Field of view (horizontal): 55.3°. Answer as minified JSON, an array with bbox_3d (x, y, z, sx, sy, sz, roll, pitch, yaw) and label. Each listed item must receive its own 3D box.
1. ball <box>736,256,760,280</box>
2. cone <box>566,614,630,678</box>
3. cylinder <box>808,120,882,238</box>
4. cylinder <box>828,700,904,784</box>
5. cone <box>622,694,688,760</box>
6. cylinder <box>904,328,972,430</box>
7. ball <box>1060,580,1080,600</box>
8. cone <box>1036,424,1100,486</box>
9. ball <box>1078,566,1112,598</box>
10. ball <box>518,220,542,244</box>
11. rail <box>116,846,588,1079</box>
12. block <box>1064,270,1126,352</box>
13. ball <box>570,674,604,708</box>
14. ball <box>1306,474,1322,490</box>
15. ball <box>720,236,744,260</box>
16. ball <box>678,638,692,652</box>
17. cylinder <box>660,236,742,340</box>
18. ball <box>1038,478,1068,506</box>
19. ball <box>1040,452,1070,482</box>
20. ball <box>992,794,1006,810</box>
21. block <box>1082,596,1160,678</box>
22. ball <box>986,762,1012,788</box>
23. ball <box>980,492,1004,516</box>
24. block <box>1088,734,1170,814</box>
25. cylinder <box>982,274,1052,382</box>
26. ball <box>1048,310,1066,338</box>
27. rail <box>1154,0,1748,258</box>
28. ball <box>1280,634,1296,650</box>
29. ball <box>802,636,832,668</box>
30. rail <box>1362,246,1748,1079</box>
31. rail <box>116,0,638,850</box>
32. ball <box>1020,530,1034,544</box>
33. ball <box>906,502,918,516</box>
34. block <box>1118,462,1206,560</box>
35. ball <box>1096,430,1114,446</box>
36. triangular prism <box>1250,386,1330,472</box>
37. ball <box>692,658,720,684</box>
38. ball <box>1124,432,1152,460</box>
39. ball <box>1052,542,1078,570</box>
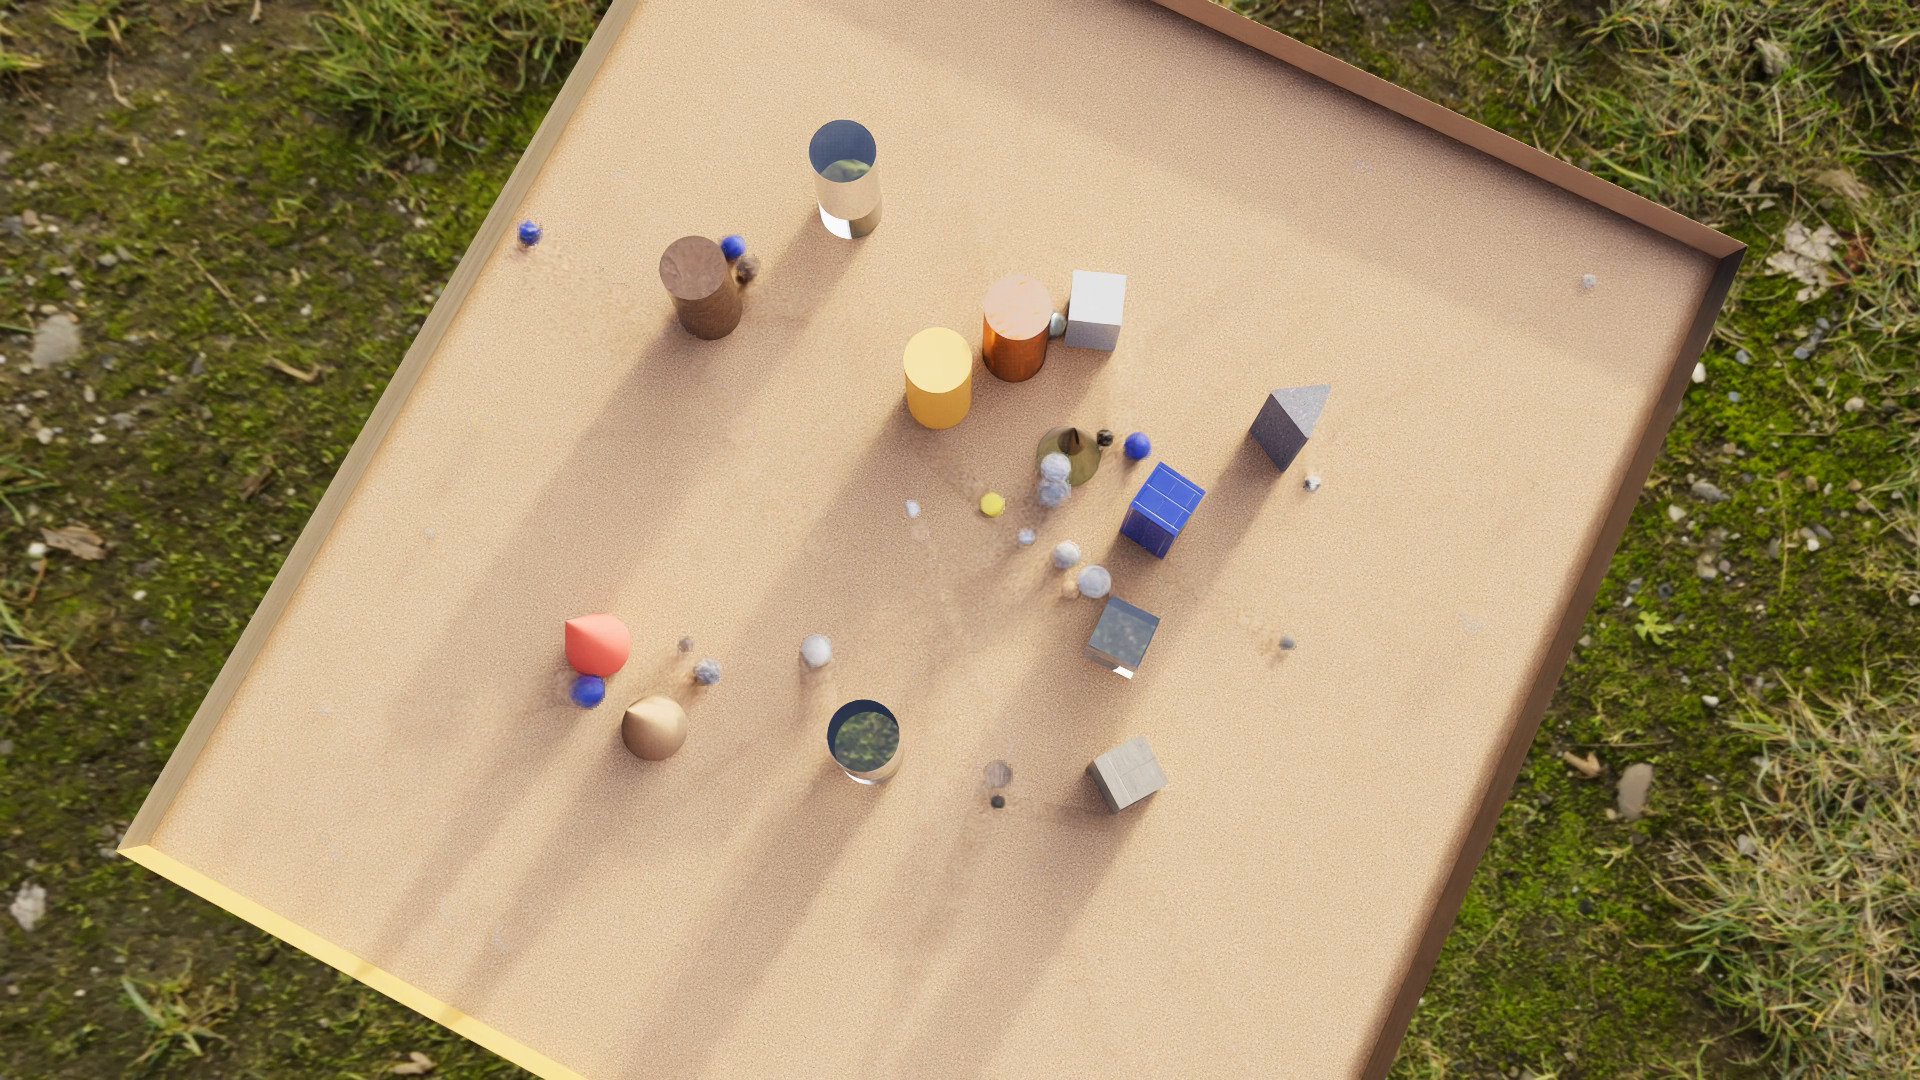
[{"bbox_3d":[-0.667,-0.854,5.755,0.075,0.075,0.075,0,78,0],"label":"ball"},{"bbox_3d":[-1.096,0.272,5.320,0.200,0.470,0.200,0,78,0],"label":"cone"},{"bbox_3d":[-0.345,-1.099,5.614,0.200,0.451,0.200,0,78,0],"label":"cylinder"},{"bbox_3d":[-0.265,0.584,5.253,0.200,0.475,0.200,0,78,0],"label":"cylinder"},{"bbox_3d":[-0.917,0.515,5.264,0.200,0.481,0.200,0,78,0],"label":"cone"},{"bbox_3d":[-0.065,-0.482,5.513,0.200,0.399,0.200,0,78,0],"label":"cylinder"},{"bbox_3d":[0.334,0.153,5.555,0.059,0.059,0.059,0,78,0],"label":"ball"},{"bbox_3d":[0.336,-0.294,5.507,0.200,0.334,0.200,0,78,0],"label":"cone"},{"bbox_3d":[0.407,0.126,5.540,0.100,0.100,0.100,0,78,0],"label":"ball"},{"bbox_3d":[-1.357,-0.972,5.780,0.073,0.073,0.073,0,78,0],"label":"ball"},{"bbox_3d":[-0.848,1.668,5.204,3.542,0.130,0.045,26,80,5],"label":"rail"},{"bbox_3d":[0.413,-0.703,5.633,0.160,0.253,0.160,6,78,1],"label":"block"},{"bbox_3d":[-1.116,0.451,5.472,0.100,0.100,0.100,0,78,0],"label":"ball"},{"bbox_3d":[1.085,-0.176,5.629,0.048,0.048,0.048,0,78,0],"label":"ball"},{"bbox_3d":[-0.715,-0.921,5.769,0.075,0.075,0.075,0,78,0],"label":"ball"},{"bbox_3d":[-0.828,0.316,5.528,0.045,0.045,0.045,0,78,0],"label":"ball"},{"bbox_3d":[-0.785,-0.762,5.578,0.200,0.384,0.200,0,78,0],"label":"cylinder"},{"bbox_3d":[0.284,-0.150,5.593,0.096,0.096,0.096,0,78,0],"label":"ball"},{"bbox_3d":[0.286,-0.218,5.483,0.089,0.089,0.089,0,78,0],"label":"ball"},{"bbox_3d":[0.113,0.777,5.434,0.042,0.042,0.042,0,78,0],"label":"ball"},{"bbox_3d":[0.477,0.290,5.431,0.160,0.246,0.160,25,79,5],"label":"block"},{"bbox_3d":[0.113,0.699,5.433,0.077,0.077,0.077,0,78,0],"label":"ball"},{"bbox_3d":[0.097,-0.110,5.603,0.071,0.071,0.071,0,78,0],"label":"ball"},{"bbox_3d":[0.486,0.684,5.336,0.160,0.272,0.160,-28,80,-5],"label":"block"},{"bbox_3d":[0.169,-0.632,5.528,0.200,0.430,0.200,0,78,0],"label":"cylinder"},{"bbox_3d":[0.288,-0.675,5.712,0.087,0.087,0.087,0,78,0],"label":"ball"},{"bbox_3d":[0.848,-1.654,5.892,3.542,0.130,0.045,26,80,5],"label":"rail"},{"bbox_3d":[0.990,0.307,5.530,0.046,0.046,0.046,0,78,0],"label":"ball"},{"bbox_3d":[-0.431,0.336,5.500,0.091,0.091,0.091,0,78,0],"label":"ball"},{"bbox_3d":[1.563,0.772,5.390,0.045,0.130,3.840,26,80,5],"label":"rail"},{"bbox_3d":[-1.563,-0.758,5.706,0.045,0.130,3.840,26,80,5],"label":"rail"},{"bbox_3d":[0.204,-0.010,5.594,0.048,0.048,0.048,0,78,0],"label":"ball"},{"bbox_3d":[-0.147,-0.094,5.614,0.042,0.042,0.042,0,78,0],"label":"ball"},{"bbox_3d":[0.598,-0.083,5.451,0.160,0.358,0.160,35,80,7],"label":"block"},{"bbox_3d":[0.447,-0.314,5.654,0.055,0.055,0.055,0,78,0],"label":"ball"},{"bbox_3d":[1.008,-0.361,5.478,0.150,0.418,0.173,-35,80,-7],"label":"triangular prism"},{"bbox_3d":[-0.762,0.393,5.495,0.079,0.079,0.079,0,78,0],"label":"ball"},{"bbox_3d":[0.547,-0.289,5.633,0.085,0.085,0.085,0,78,0],"label":"ball"},{"bbox_3d":[0.320,0.048,5.565,0.081,0.081,0.081,0,78,0],"label":"ball"}]
